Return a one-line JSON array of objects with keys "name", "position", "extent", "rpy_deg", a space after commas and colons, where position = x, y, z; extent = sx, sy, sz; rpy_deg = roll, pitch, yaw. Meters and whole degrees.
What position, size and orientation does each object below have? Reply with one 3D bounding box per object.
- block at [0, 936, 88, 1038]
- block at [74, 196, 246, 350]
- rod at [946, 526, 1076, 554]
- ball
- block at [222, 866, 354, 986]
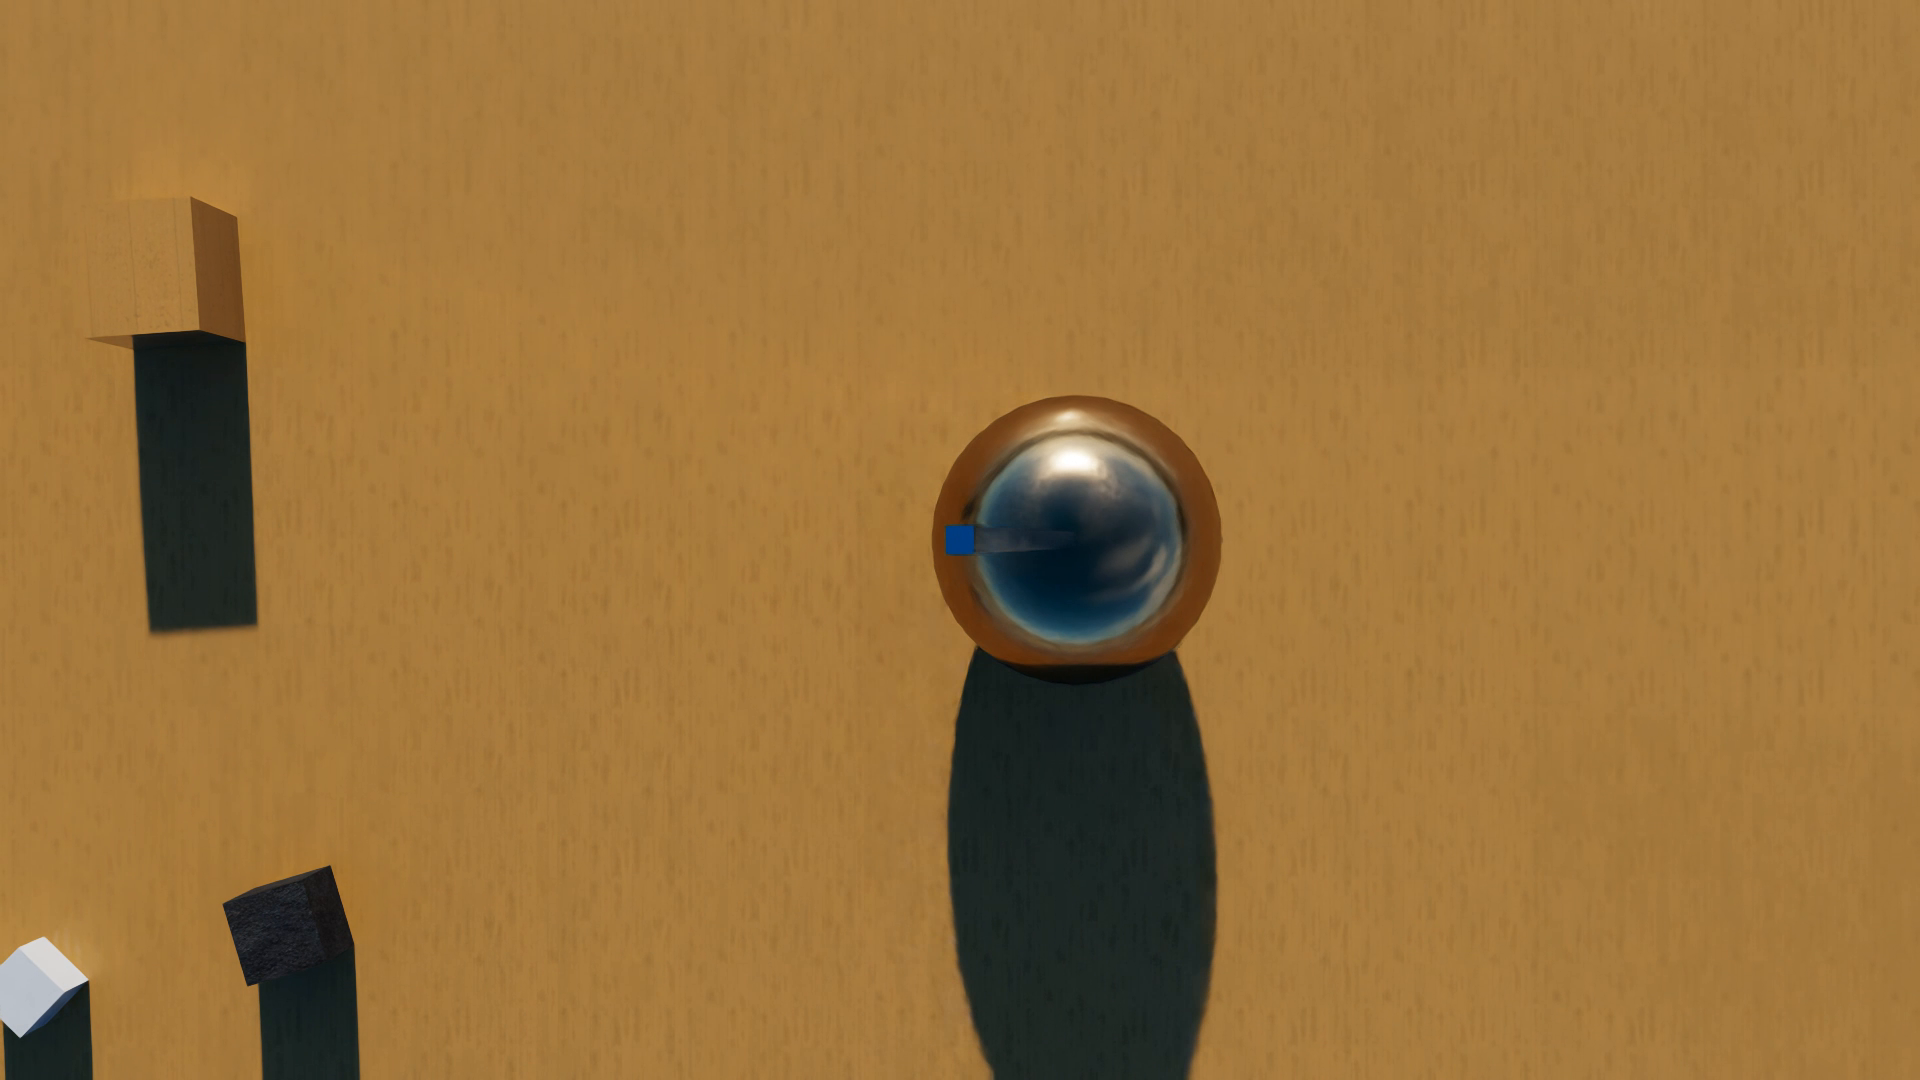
[{"name": "block", "position": [-5.410, 2.603, 12.823], "extent": [0.370, 0.354, 0.367], "rpy_deg": [44, 90, 0]}, {"name": "block", "position": [-4.571, -1.515, 12.604], "extent": [0.649, 0.792, 0.745], "rpy_deg": [-4, 90, 0]}, {"name": "rod", "position": [0.278, 0.000, 8.727], "extent": [0.080, 5.200, 0.080], "rpy_deg": [0, 90, 6]}, {"name": "ball", "position": [0.641, 0.000, 12.107], "extent": [1.600, 1.600, 1.600], "rpy_deg": [0, 90, 0]}, {"name": "block", "position": [-3.877, 2.224, 12.720], "extent": [0.472, 0.560, 0.490], "rpy_deg": [-17, 90, 0]}]
